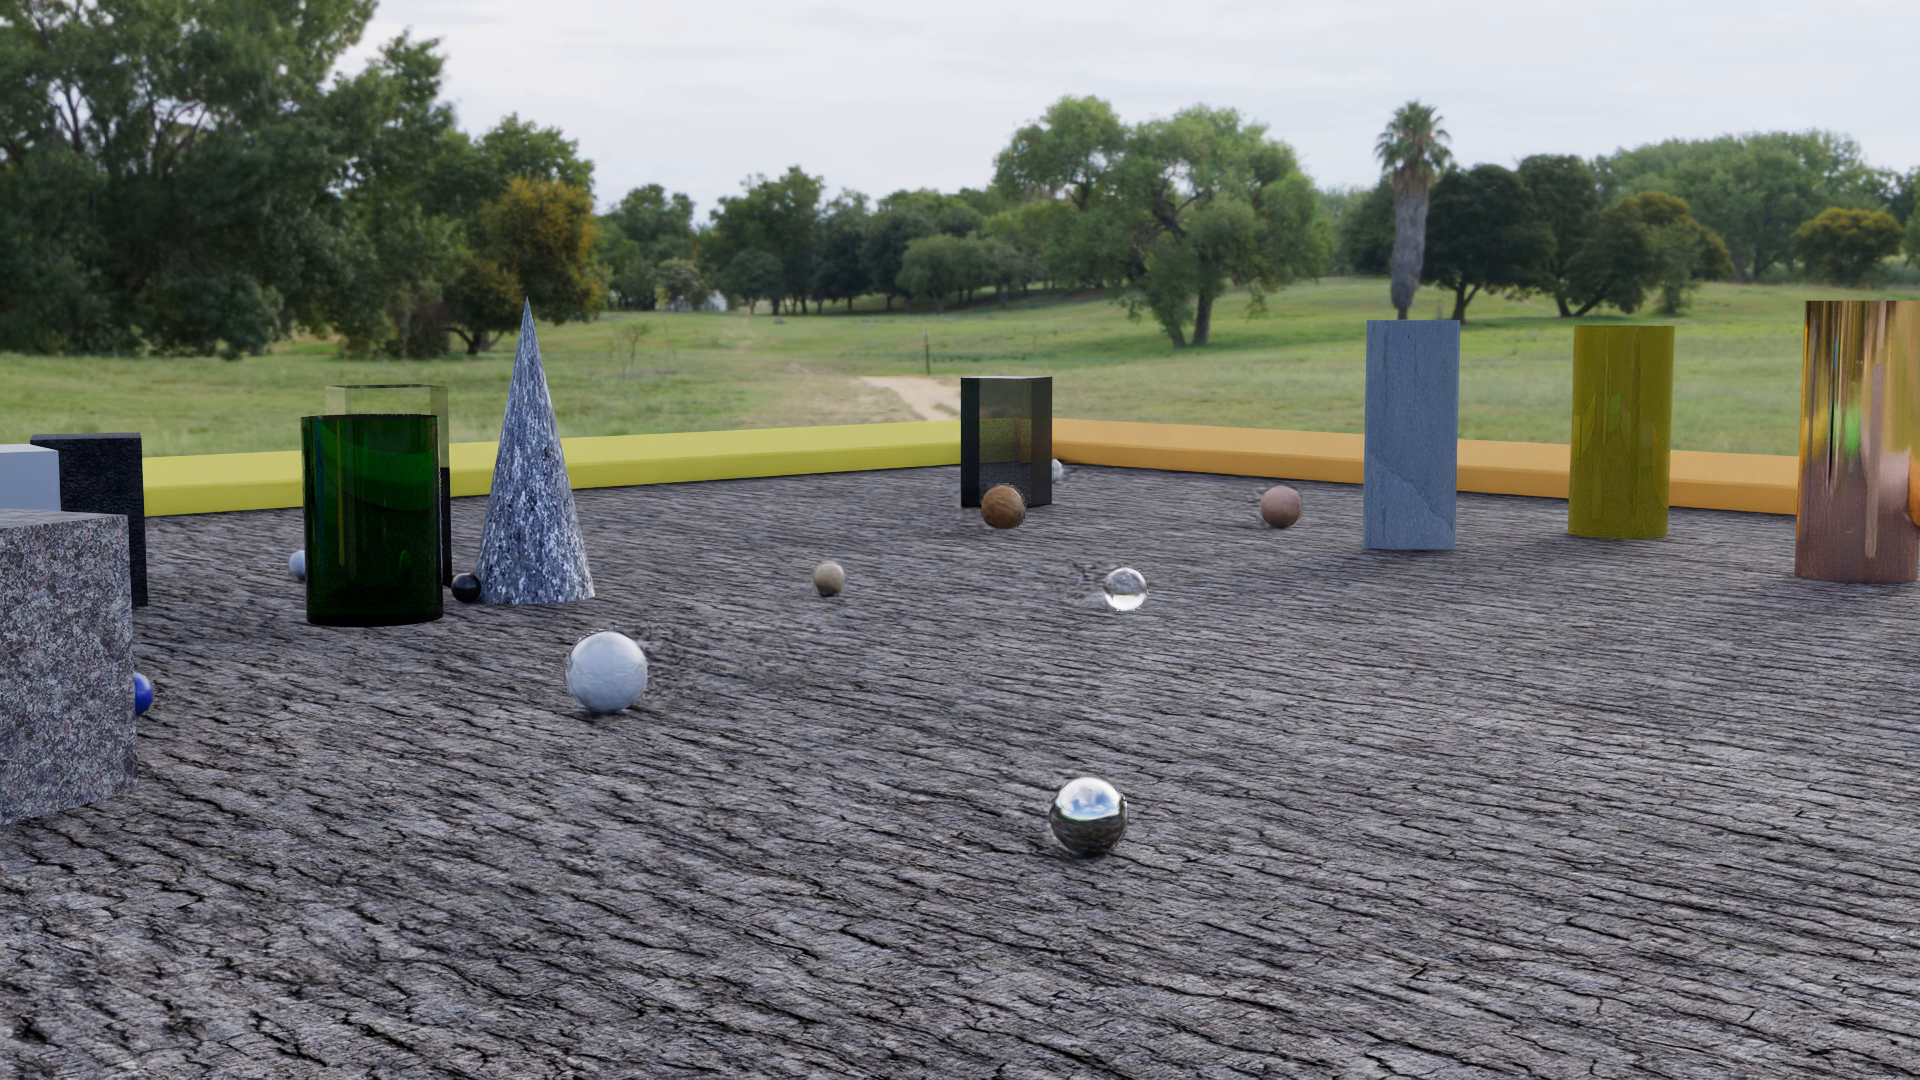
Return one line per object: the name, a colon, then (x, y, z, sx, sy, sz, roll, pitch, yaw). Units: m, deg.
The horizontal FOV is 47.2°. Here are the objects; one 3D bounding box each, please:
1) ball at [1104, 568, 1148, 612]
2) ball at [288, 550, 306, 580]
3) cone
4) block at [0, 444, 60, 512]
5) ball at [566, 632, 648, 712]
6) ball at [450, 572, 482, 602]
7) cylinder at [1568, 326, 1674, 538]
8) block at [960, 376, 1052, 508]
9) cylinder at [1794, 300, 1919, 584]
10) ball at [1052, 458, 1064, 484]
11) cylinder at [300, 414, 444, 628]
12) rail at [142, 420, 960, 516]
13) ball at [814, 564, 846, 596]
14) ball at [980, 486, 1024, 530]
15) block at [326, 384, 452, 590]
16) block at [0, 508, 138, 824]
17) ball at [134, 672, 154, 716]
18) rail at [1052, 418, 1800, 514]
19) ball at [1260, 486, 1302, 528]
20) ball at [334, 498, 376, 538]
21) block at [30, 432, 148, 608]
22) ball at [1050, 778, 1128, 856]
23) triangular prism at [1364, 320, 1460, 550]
ball: (0.244, 0.073, 3.244, 0.064, 0.064, 0.064, 0, 6, 0)
ball: (-1.079, 0.041, 3.618, 0.049, 0.049, 0.049, 0, 6, 0)
cone: (-0.663, -0.144, 3.393, 0.191, 0.464, 0.191, 0, 6, 0)
block: (-1.107, 0.042, 2.473, 0.153, 0.287, 0.153, -4, 7, -35)
ball: (-0.390, 0.146, 2.429, 0.090, 0.090, 0.090, 0, 6, 0)
ball: (-0.750, 0.072, 3.338, 0.046, 0.046, 0.046, 0, 6, 0)
cylinder: (1.305, -0.217, 4.342, 0.191, 0.410, 0.191, 0, 6, 0)
block: (0.105, -0.223, 4.970, 0.153, 0.290, 0.153, 3, 7, 29)
cylinder: (1.492, -0.166, 3.639, 0.191, 0.457, 0.191, 0, 6, 0)
ball: (0.232, -0.176, 5.616, 0.062, 0.062, 0.062, 0, 6, 0)
cylinder: (-0.844, -0.032, 3.159, 0.191, 0.290, 0.191, 0, 6, 0)
rail: (-1.482, -0.136, 4.929, 4.602, 0.124, 0.045, -6, 8, -42)
ball: (-0.203, 0.061, 3.426, 0.050, 0.050, 0.050, 0, 6, 0)
ball: (0.086, -0.065, 4.433, 0.089, 0.089, 0.089, 0, 6, 0)
block: (-0.914, -0.085, 3.517, 0.153, 0.321, 0.153, -4, 7, -30)
block: (-0.863, 0.108, 1.990, 0.153, 0.256, 0.153, 3, 7, 26)
ball: (-0.907, 0.169, 2.404, 0.049, 0.049, 0.049, 0, 6, 0)
rail: (1.674, -0.129, 4.868, 0.045, 0.124, 4.417, -6, 8, -42)
ball: (0.655, -0.068, 4.481, 0.085, 0.085, 0.085, 0, 6, 0)
ball: (-1.179, -0.044, 4.288, 0.078, 0.078, 0.078, 0, 6, 0)
block: (-1.316, -0.031, 3.325, 0.153, 0.253, 0.153, -2, 6, -21)
ball: (0.105, 0.226, 1.797, 0.063, 0.063, 0.063, 0, 6, 0)
triangular prism: (0.843, -0.201, 4.136, 0.166, 0.423, 0.143, 1, 6, 8)
